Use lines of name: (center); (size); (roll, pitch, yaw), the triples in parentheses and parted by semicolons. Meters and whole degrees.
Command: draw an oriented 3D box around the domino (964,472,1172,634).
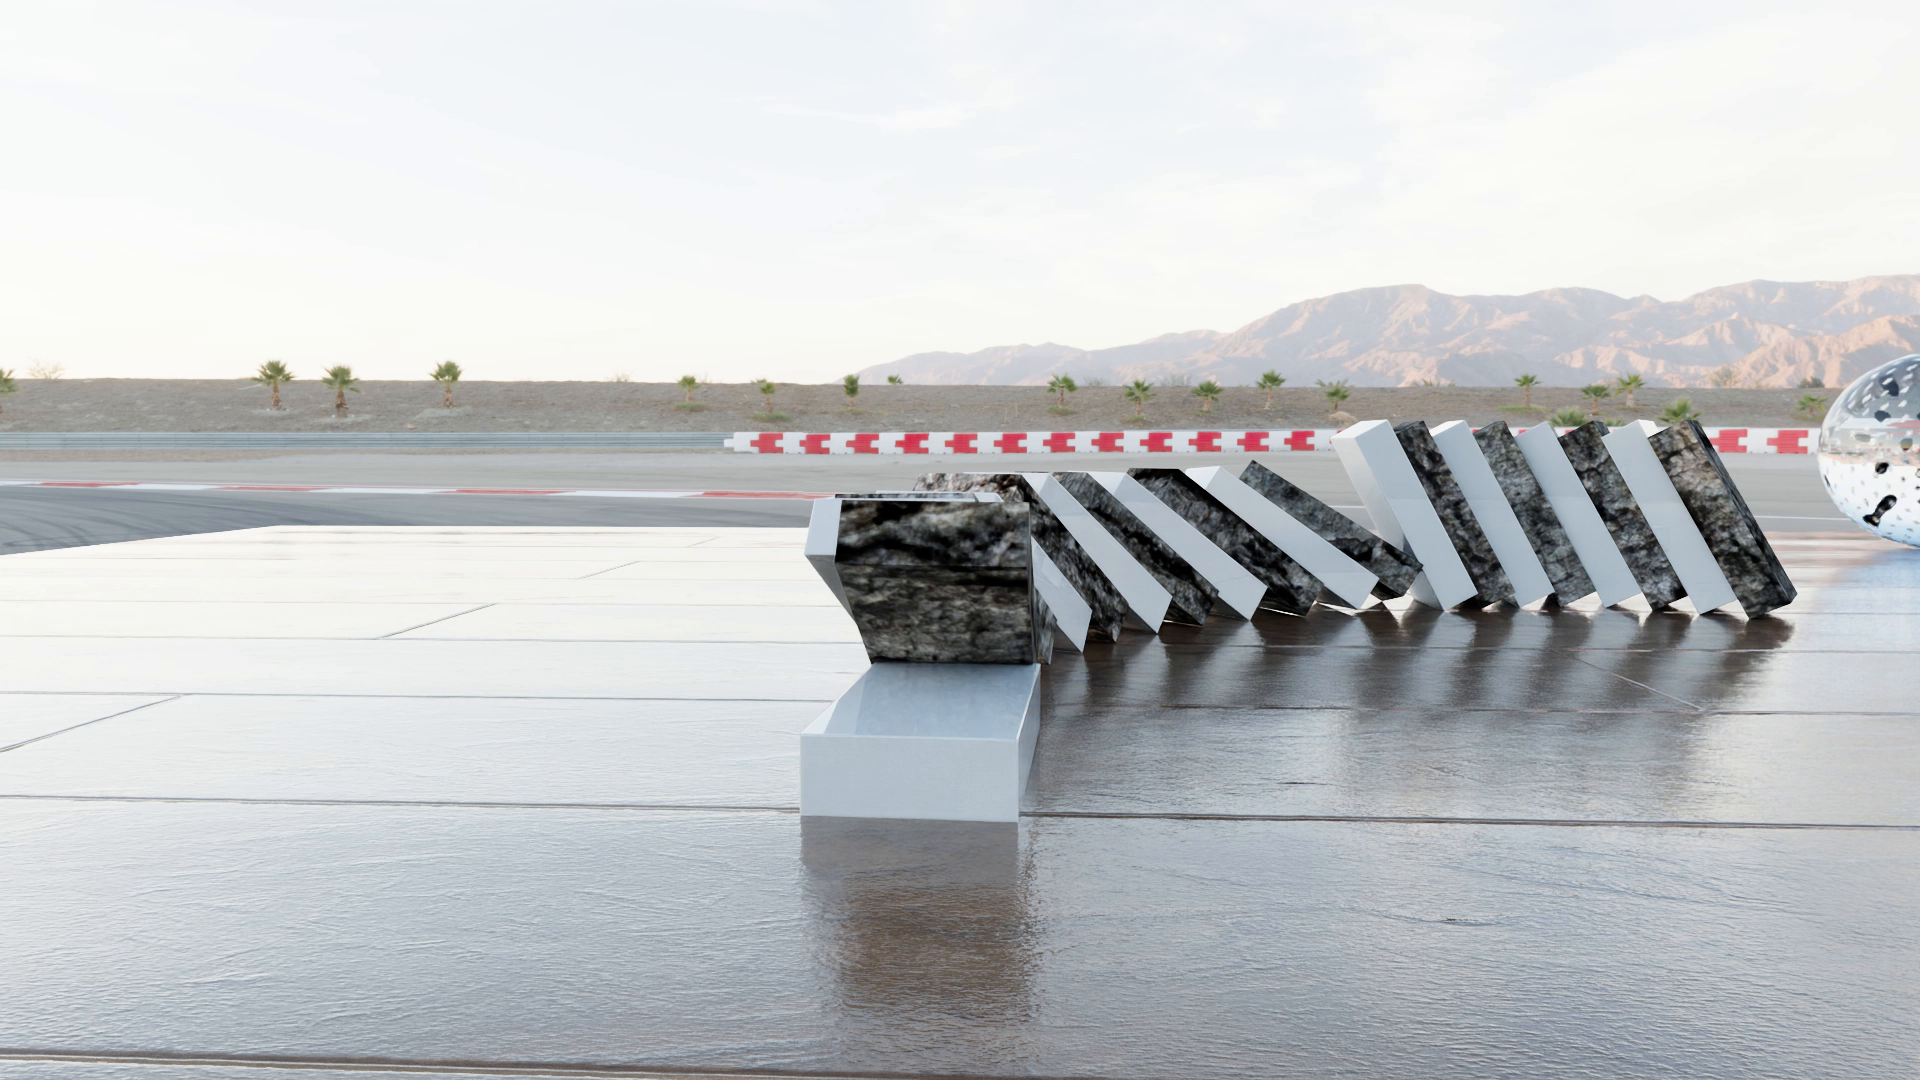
domino: (0.023, 0.003, 0.283); (0.025, 0.009, 0.050); (4, -29, 47)

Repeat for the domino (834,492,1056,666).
domino: (-0.002, 0.008, 0.230); (0.025, 0.009, 0.050); (0, -27, 22)

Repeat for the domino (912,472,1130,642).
domino: (0.013, 0.004, 0.267); (0.025, 0.010, 0.050); (3, -30, 38)

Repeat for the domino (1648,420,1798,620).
domino: (0.193, -0.006, 0.324); (0.009, 0.050, 0.025); (-31, -15, 34)

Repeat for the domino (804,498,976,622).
domino: (-0.005, 0.010, 0.211); (0.025, 0.010, 0.050); (1, -27, 16)

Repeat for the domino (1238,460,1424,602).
domino: (0.095, -0.002, 0.338); (0.050, 0.010, 0.025); (33, -1, 8)

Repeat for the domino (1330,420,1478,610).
domino: (0.116, -0.007, 0.337); (0.010, 0.050, 0.025); (-28, 3, 4)

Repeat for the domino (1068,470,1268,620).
domino: (0.048, 0.001, 0.311); (0.050, 0.009, 0.025); (36, -12, -24)

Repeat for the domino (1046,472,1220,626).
domino: (0.035, 0.002, 0.297); (0.050, 0.010, 0.025); (38, -19, -31)

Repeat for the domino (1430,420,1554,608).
domino: (0.141, -0.008, 0.345); (0.010, 0.050, 0.025); (-28, -1, 11)

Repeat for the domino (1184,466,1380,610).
domino: (0.080, -0.001, 0.329); (0.050, 0.009, 0.025); (34, -3, -8)

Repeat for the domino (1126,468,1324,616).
domino: (0.064, 0.000, 0.320); (0.050, 0.009, 0.025); (35, -8, -18)

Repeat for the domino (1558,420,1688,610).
domino: (0.177, -0.007, 0.341); (0.010, 0.050, 0.025); (-31, -13, 31)

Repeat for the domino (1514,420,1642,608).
domino: (0.166, -0.008, 0.346); (0.010, 0.050, 0.025); (-29, -9, 26)

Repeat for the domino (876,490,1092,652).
domino: (0.005, 0.007, 0.250); (0.025, 0.010, 0.050); (2, -26, 29)

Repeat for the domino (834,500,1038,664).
domino: (-0.002, 0.011, 0.190); (0.025, 0.010, 0.050); (1, -28, 5)

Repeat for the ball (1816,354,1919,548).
ball: (0.398, -0.037, 0.524); (0.080, 0.080, 0.080); (0, 4, 0)

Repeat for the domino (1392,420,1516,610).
domino: (0.128, -0.007, 0.342); (0.009, 0.050, 0.025); (-28, 0, 10)

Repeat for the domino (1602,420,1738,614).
domino: (0.185, -0.007, 0.332); (0.009, 0.050, 0.025); (-31, -15, 34)

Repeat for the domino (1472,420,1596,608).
domino: (0.153, -0.008, 0.347); (0.010, 0.050, 0.025); (-28, -4, 17)

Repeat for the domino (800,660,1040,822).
domino: (-0.003, 0.025, 0.170); (0.025, 0.010, 0.050); (0, 4, 6)
